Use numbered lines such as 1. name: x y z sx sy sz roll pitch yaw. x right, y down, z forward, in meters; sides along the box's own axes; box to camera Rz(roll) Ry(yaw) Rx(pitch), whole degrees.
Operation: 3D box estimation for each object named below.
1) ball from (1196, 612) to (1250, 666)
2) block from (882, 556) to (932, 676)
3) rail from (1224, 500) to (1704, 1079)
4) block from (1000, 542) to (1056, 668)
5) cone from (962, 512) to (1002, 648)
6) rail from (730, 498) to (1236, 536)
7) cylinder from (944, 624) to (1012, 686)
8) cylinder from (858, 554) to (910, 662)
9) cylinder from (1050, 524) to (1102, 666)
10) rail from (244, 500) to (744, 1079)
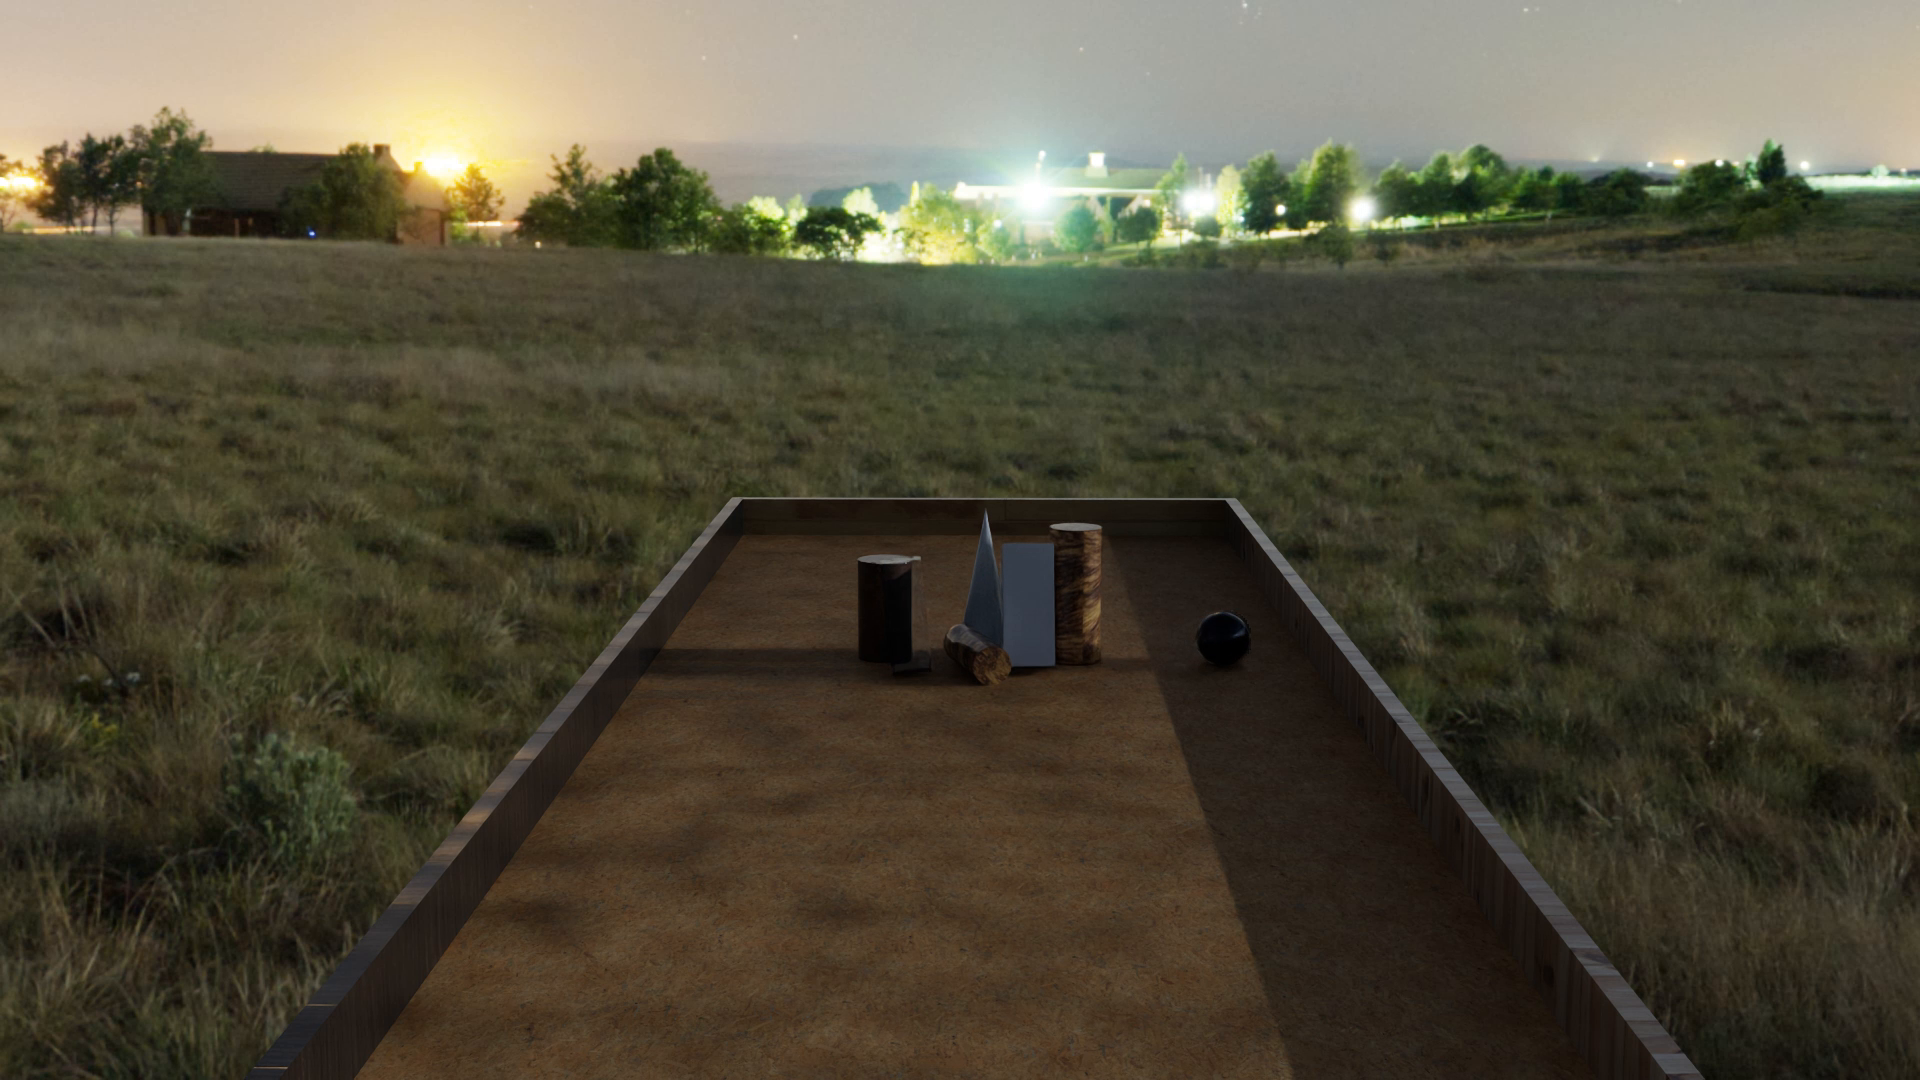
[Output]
1. ball: 0.790 0.297 6.618 0.162 0.162 0.162 0 9 0
2. block: -0.157 0.223 6.488 0.115 0.331 0.115 -6 5 -1
3. rail: 1.046 0.843 3.208 0.050 0.150 12.000 0 9 1
4. block: 0.200 0.196 6.537 0.150 0.362 0.150 0 -4 -2
5. cone: 0.078 0.127 6.744 0.178 0.458 0.178 0 9 0
6. rail: 0.099 -0.098 9.147 2.100 0.150 0.050 0 9 1
7. cylinder: 0.049 0.337 6.513 0.116 0.116 0.344 -2 9 -15
8. cylinder: -0.229 0.209 6.718 0.165 0.305 0.165 0 9 0
9. cylinder: 0.349 0.163 6.665 0.159 0.411 0.159 0 9 0
10. rail: -1.004 0.839 3.234 0.050 0.150 12.000 0 9 1
